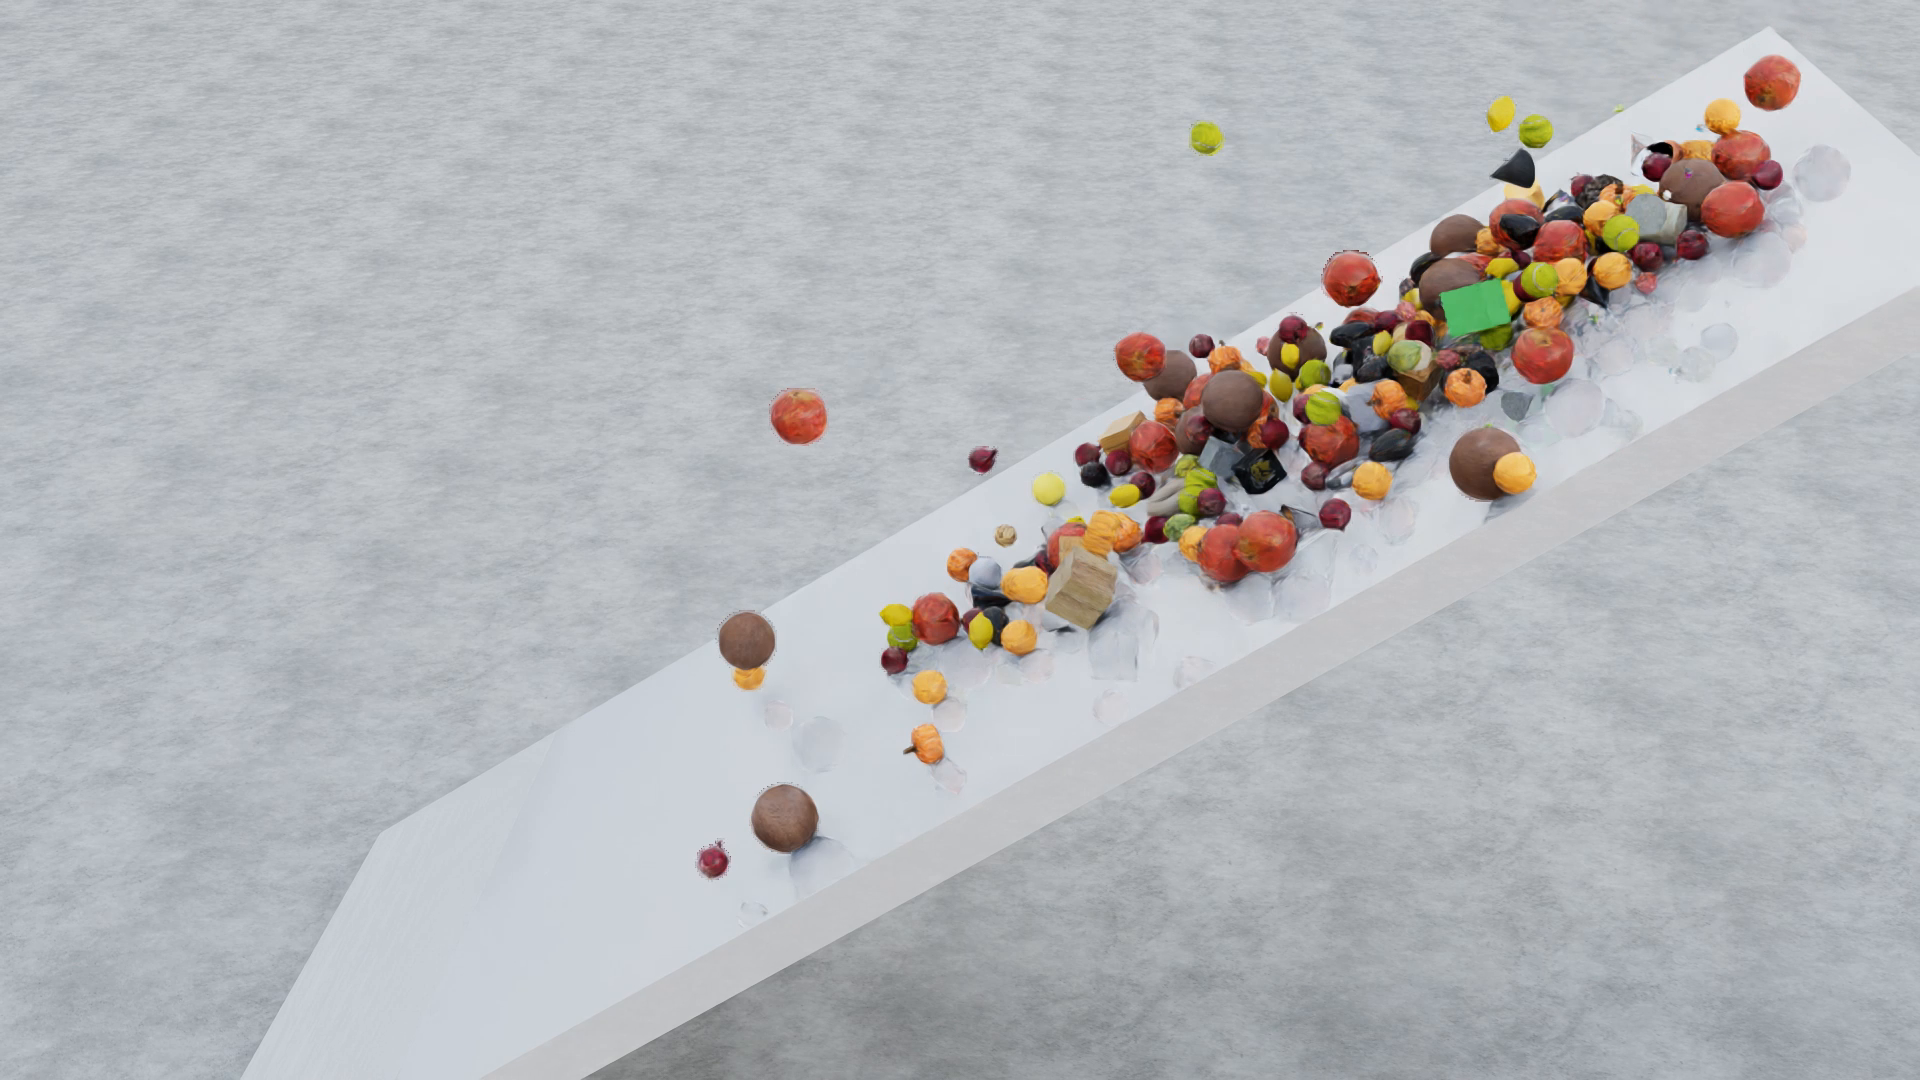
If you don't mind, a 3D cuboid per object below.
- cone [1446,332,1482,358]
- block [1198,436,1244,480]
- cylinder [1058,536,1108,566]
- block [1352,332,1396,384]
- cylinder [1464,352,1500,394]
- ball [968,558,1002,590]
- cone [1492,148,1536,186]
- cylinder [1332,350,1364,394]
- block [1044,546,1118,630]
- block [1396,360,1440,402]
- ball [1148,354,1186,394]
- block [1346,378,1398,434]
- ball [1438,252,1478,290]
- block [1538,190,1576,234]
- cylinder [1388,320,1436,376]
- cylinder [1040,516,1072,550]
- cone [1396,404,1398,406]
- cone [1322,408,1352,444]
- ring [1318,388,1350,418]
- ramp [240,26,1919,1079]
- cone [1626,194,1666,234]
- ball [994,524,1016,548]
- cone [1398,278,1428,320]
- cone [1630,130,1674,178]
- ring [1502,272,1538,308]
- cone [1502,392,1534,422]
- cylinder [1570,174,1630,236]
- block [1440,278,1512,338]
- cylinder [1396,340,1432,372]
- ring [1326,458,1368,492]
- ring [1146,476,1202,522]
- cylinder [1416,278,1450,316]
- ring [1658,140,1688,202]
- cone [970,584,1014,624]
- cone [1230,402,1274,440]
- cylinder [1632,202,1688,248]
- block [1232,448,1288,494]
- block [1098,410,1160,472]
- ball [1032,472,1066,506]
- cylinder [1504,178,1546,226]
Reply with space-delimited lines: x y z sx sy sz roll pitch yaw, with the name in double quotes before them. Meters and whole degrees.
"cone" 0.981 -0.378 5.762 0.065 0.065 0.065 3 19 -6
"block" 0.541 -0.170 6.102 0.060 0.060 0.060 21 14 -21
"cylinder" 0.249 0.042 5.947 0.098 0.098 0.098 -1 1 0
"block" 0.862 -0.370 6.045 0.080 0.080 0.080 -14 -22 34
"cylinder" 1.009 -0.322 5.694 0.060 0.060 0.060 0 30 0
"ball" 0.055 0.075 6.429 0.074 0.074 0.074 0 20 0
"cone" 1.118 -0.751 6.011 0.082 0.082 0.082 -20 26 -19
"cylinder" 0.813 -0.343 6.114 0.077 0.077 0.077 3 46 8
"block" 0.240 0.095 5.819 0.099 0.099 0.099 27 39 -13
"block" 0.905 -0.323 5.812 0.061 0.061 0.061 27 62 25
"ball" 0.491 -0.393 6.958 0.092 0.092 0.092 0 20 0
"block" 0.819 -0.266 5.842 0.080 0.080 0.080 -13 14 18
"ball" 1.075 -0.580 6.341 0.084 0.084 0.084 0 20 0
"block" 1.275 -0.699 6.253 0.056 0.056 0.056 33 61 -6
"cylinder" 0.920 -0.385 5.985 0.087 0.087 0.087 4 57 12
"cylinder" 0.205 -0.015 6.245 0.053 0.053 0.053 -27 -9 -5
"cone" 0.857 -0.278 5.946 0.072 0.072 0.072 14 24 34
"cone" 0.754 -0.241 5.985 0.064 0.064 0.064 -31 15 9
"ring" 0.763 -0.279 5.972 0.081 0.081 0.027 14 58 34
"ramp" 0.141 0.169 6.291 4.000 0.100 2.000 -30 15 13
"cone" 1.299 -0.622 5.615 0.079 0.079 0.079 -1 5 -3
"ball" 0.100 -0.009 6.458 0.051 0.051 0.051 0 20 0
"cone" 0.976 -0.507 6.405 0.091 0.091 0.091 13 52 -17
"cone" 1.382 -0.802 5.966 0.095 0.095 0.095 -8 51 -21
"ring" 1.144 -0.513 6.019 0.077 0.077 0.026 10 -4 27
"cone" 1.047 -0.259 5.462 0.059 0.059 0.059 -27 32 -32
"cylinder" 1.311 -0.686 6.023 0.092 0.092 0.092 -4 -18 -11
"block" 1.008 -0.454 5.750 0.089 0.089 0.089 -14 2 37
"cylinder" 0.882 -0.360 5.724 0.060 0.060 0.060 -1 6 -2
"ring" 0.749 -0.124 5.693 0.092 0.031 0.092 -30 16 9
"ring" 0.449 -0.085 6.171 0.130 0.043 0.130 -32 16 10
"cylinder" 1.020 -0.522 6.321 0.060 0.060 0.060 -34 25 -2
"ring" 1.455 -0.755 6.008 0.043 0.128 0.128 -9 15 25
"cone" 0.075 0.130 6.279 0.090 0.090 0.090 -10 20 3
"cone" 0.634 -0.257 6.337 0.083 0.083 0.083 2 19 20
"cylinder" 1.366 -0.619 5.744 0.084 0.084 0.084 12 23 28
"block" 0.607 -0.139 5.966 0.067 0.067 0.067 -39 16 -19
"block" 0.383 -0.224 6.661 0.087 0.087 0.087 -22 19 37
"ball" 0.203 -0.116 6.718 0.075 0.075 0.075 0 20 0
"cylinder" 1.230 -0.737 6.389 0.078 0.078 0.078 -17 42 16
